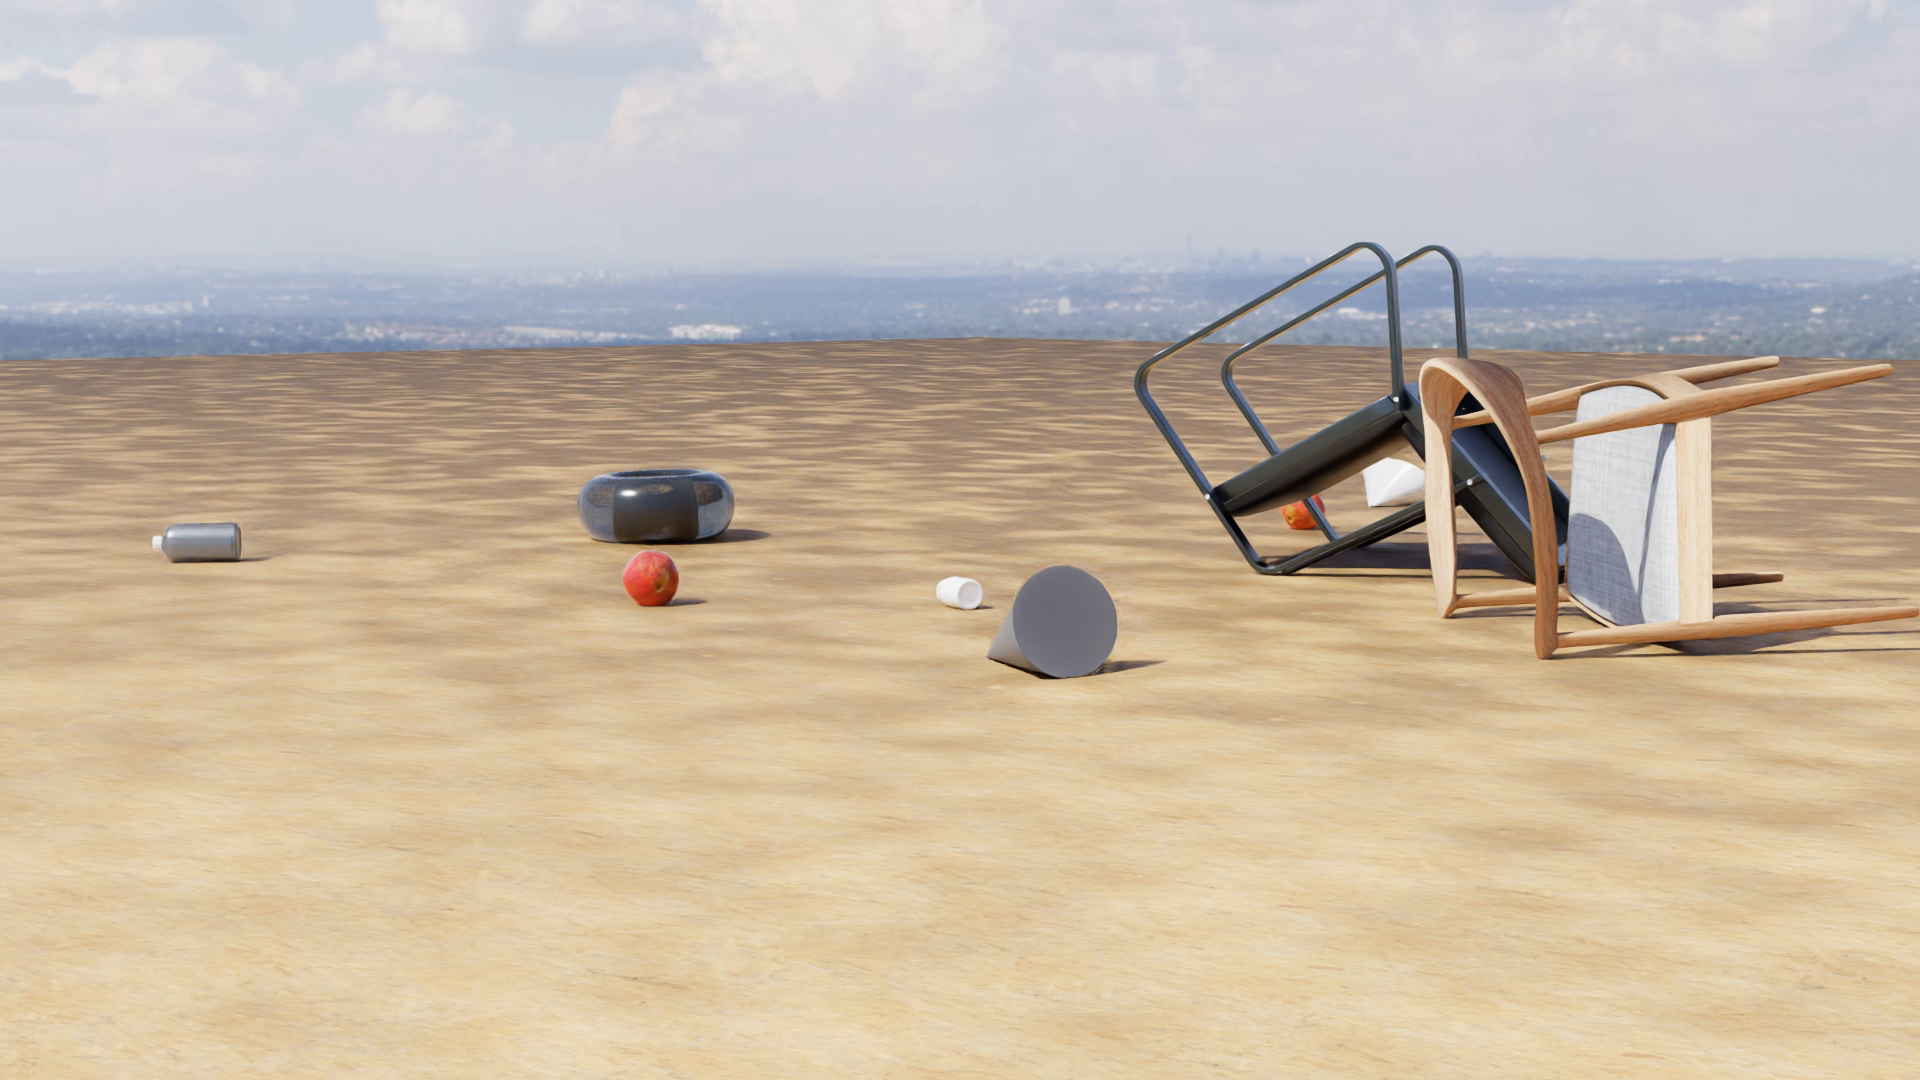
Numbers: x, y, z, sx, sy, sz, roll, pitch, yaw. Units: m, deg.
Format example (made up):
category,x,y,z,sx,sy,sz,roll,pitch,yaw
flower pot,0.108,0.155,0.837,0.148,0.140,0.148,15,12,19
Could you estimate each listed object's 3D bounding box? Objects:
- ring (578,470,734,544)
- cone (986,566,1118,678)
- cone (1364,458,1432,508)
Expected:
category,x,y,z,sx,sy,sz,roll,pitch,yaw
ring,-0.763,-0.085,6.447,0.402,0.165,0.387,3,8,38
cone,0.109,0.169,4.341,0.214,0.188,0.256,-25,-2,-35
cone,1.215,-0.132,7.362,0.245,0.151,0.147,8,37,46
